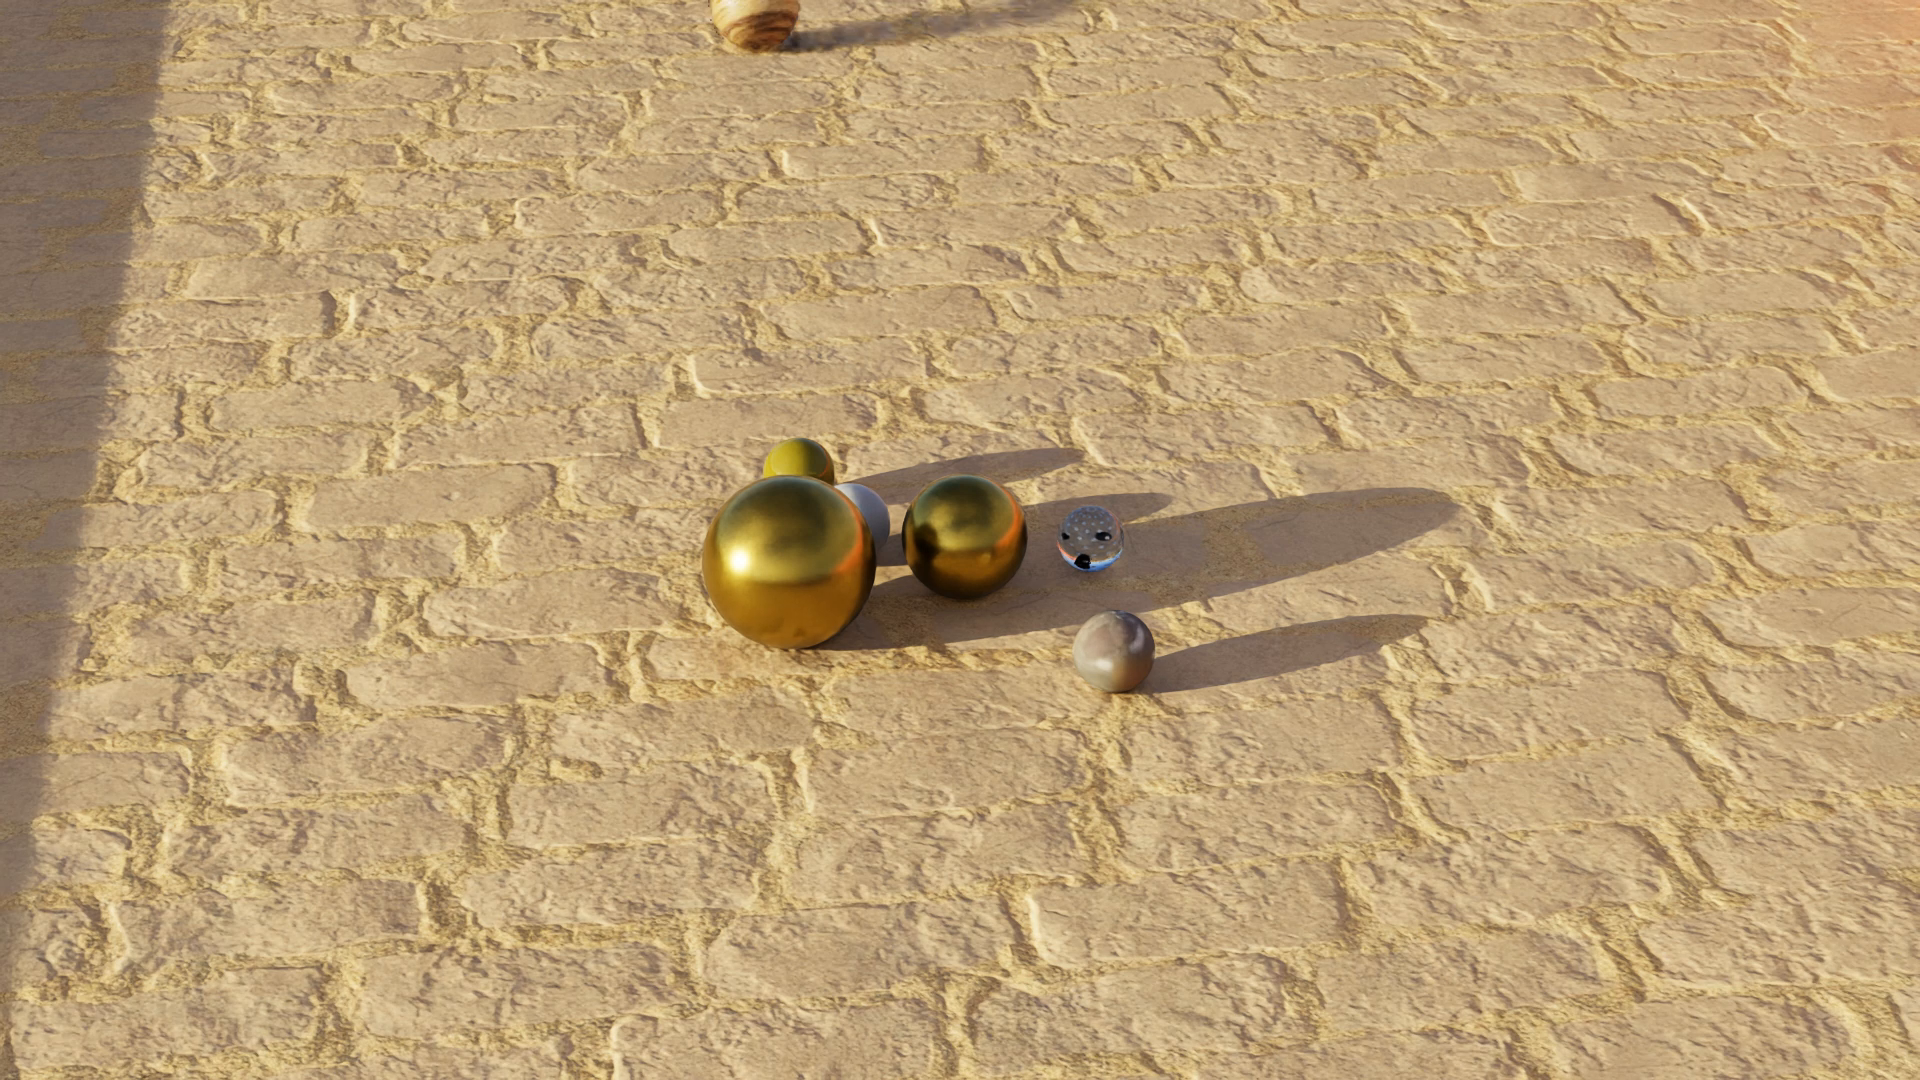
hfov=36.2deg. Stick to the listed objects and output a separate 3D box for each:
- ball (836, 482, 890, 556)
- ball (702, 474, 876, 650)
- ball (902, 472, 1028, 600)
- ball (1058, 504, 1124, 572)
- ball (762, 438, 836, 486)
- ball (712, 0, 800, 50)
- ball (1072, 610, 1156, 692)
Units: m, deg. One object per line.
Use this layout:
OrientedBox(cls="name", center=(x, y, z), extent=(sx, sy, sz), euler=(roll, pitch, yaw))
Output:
OrientedBox(cls="ball", center=(-0.066, -0.009, 1.756), extent=(0.049, 0.049, 0.049), euler=(0, 30, 0))
OrientedBox(cls="ball", center=(-0.097, 0.012, 1.668), extent=(0.099, 0.099, 0.099), euler=(0, 30, 0))
OrientedBox(cls="ball", center=(0.003, -0.002, 1.718), extent=(0.074, 0.074, 0.074), euler=(0, 30, 0))
OrientedBox(cls="ball", center=(0.078, -0.001, 1.751), extent=(0.040, 0.040, 0.040), euler=(0, 30, 0))
OrientedBox(cls="ball", center=(-0.099, -0.041, 1.816), extent=(0.045, 0.045, 0.045), euler=(0, 30, 0))
OrientedBox(cls="ball", center=(-0.175, -0.456, 2.514), extent=(0.076, 0.076, 0.076), euler=(0, 30, 0))
OrientedBox(cls="ball", center=(0.086, 0.062, 1.634), extent=(0.046, 0.046, 0.046), euler=(0, 30, 0))
